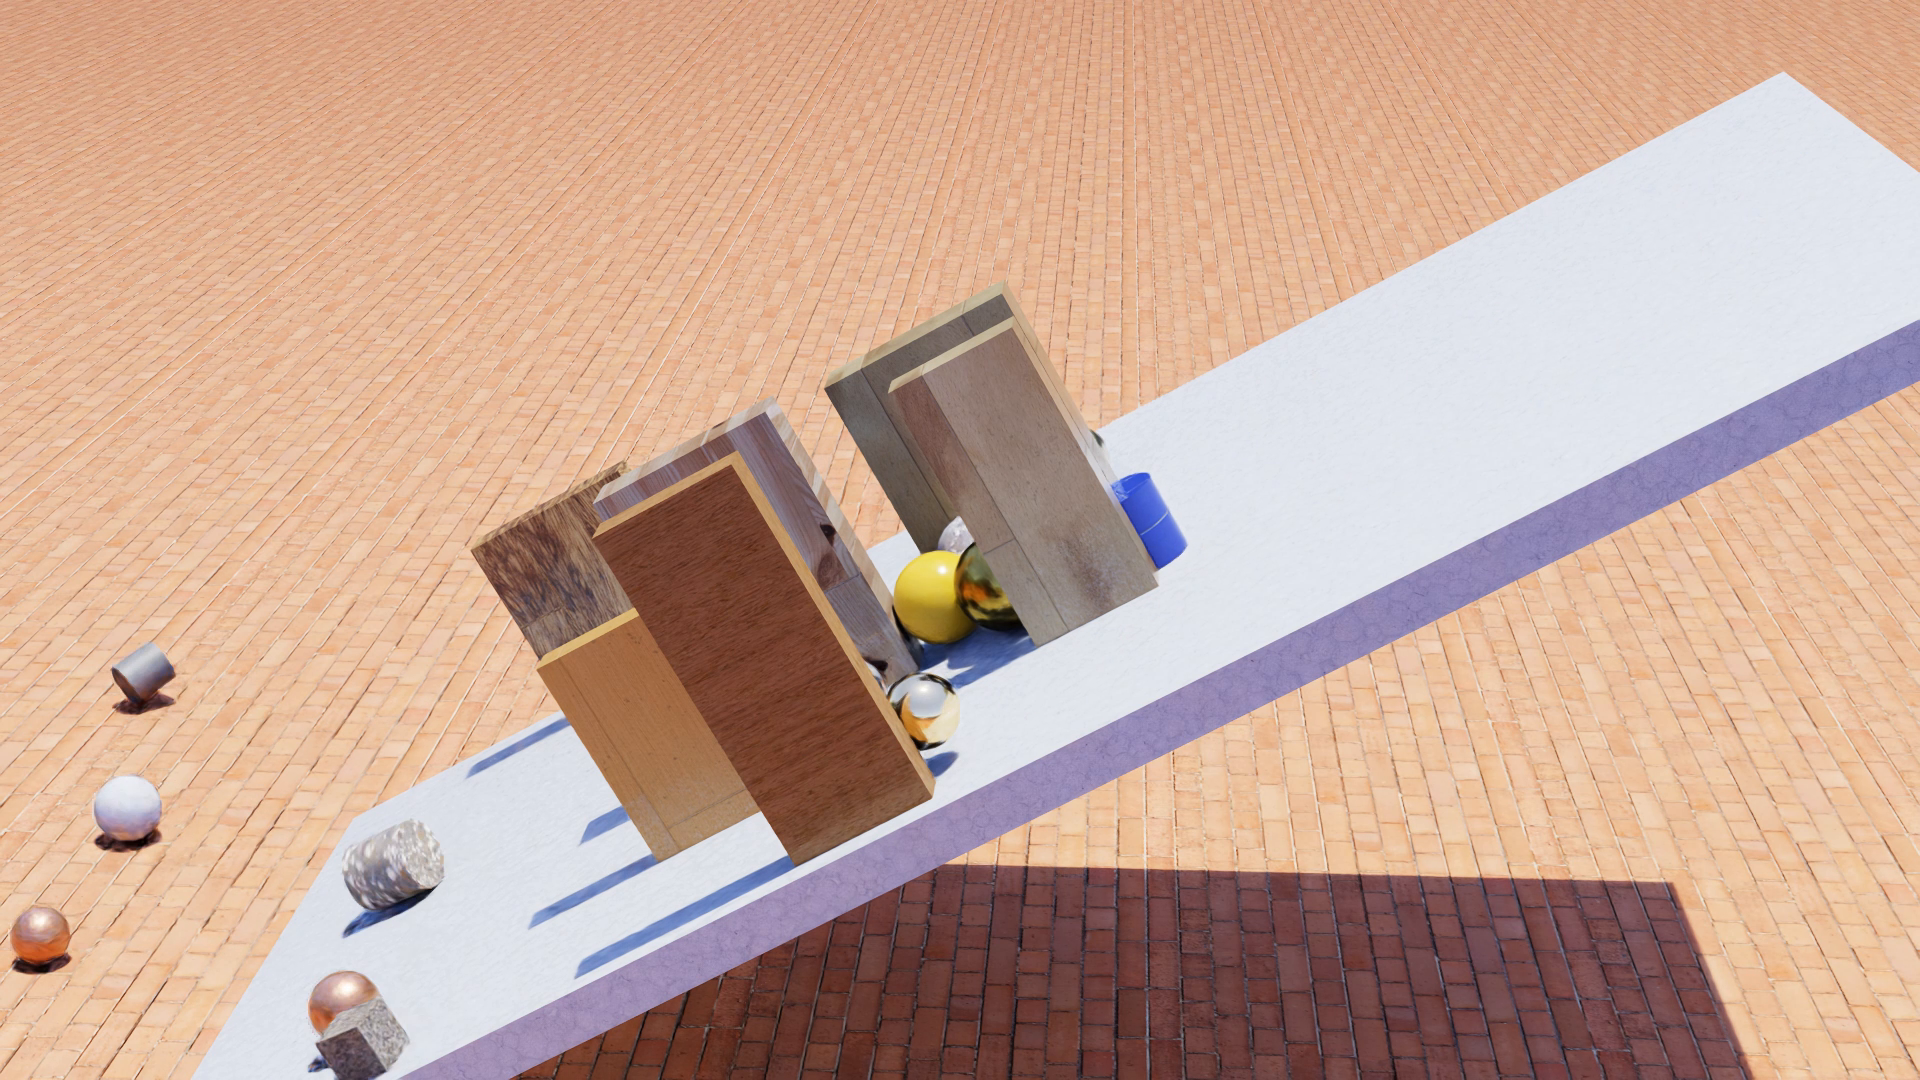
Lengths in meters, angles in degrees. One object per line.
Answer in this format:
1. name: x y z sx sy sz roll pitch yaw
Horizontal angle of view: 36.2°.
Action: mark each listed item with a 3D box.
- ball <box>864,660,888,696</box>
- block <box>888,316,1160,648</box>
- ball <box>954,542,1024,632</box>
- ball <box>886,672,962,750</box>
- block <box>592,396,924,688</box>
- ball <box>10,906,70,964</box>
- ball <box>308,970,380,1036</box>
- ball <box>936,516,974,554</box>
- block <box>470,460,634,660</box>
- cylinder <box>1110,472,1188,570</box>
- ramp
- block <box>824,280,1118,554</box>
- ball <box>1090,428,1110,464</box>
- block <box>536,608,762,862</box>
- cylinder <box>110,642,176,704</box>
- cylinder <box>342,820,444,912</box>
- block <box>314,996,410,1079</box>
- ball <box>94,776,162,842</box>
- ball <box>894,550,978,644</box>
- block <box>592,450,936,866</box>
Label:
1. ball: -0.222 0.314 6.005 0.147 0.147 0.147 0 18 0
2. block: 0.130 -0.112 5.828 0.277 0.601 0.093 -27 14 11
3. ball: 0.088 0.086 6.046 0.205 0.205 0.205 0 18 0
4. ball: -0.072 0.322 5.527 0.148 0.148 0.148 0 18 0
5. block: -0.419 0.080 6.191 0.418 0.641 0.131 -27 14 11
6. ball: -2.187 0.940 6.994 0.138 0.138 0.138 0 18 0
7. ball: -1.232 0.937 5.894 0.148 0.148 0.148 0 18 0
8. ball: 0.045 0.031 6.346 0.191 0.191 0.191 0 18 0
9. block: -0.884 0.125 7.244 0.427 0.504 0.100 -27 14 11
10. cylinder: 0.354 -0.026 5.984 0.163 0.163 0.163 -28 14 8
11. ramp: 0.142 0.167 6.283 4.000 0.100 2.000 -27 14 11
12. block: 0.038 -0.212 6.439 0.441 0.560 0.135 -27 14 11
13. ball: 0.263 -0.182 6.703 0.159 0.159 0.159 0 18 0
14. block: -0.612 0.384 5.883 0.248 0.471 0.084 -27 14 11
15. cylinder: -2.387 0.388 8.596 0.130 0.130 0.130 -39 37 -28
16. cylinder: -1.281 0.736 6.647 0.162 0.162 0.162 -24 9 22
17. block: -1.157 0.973 5.699 0.109 0.109 0.109 -24 15 23
18. ball: -2.171 0.700 7.676 0.173 0.173 0.173 0 18 0
19. ball: -0.042 0.121 6.197 0.199 0.199 0.199 0 18 0
20. block: -0.353 0.223 5.391 0.294 0.729 0.088 -27 14 11
